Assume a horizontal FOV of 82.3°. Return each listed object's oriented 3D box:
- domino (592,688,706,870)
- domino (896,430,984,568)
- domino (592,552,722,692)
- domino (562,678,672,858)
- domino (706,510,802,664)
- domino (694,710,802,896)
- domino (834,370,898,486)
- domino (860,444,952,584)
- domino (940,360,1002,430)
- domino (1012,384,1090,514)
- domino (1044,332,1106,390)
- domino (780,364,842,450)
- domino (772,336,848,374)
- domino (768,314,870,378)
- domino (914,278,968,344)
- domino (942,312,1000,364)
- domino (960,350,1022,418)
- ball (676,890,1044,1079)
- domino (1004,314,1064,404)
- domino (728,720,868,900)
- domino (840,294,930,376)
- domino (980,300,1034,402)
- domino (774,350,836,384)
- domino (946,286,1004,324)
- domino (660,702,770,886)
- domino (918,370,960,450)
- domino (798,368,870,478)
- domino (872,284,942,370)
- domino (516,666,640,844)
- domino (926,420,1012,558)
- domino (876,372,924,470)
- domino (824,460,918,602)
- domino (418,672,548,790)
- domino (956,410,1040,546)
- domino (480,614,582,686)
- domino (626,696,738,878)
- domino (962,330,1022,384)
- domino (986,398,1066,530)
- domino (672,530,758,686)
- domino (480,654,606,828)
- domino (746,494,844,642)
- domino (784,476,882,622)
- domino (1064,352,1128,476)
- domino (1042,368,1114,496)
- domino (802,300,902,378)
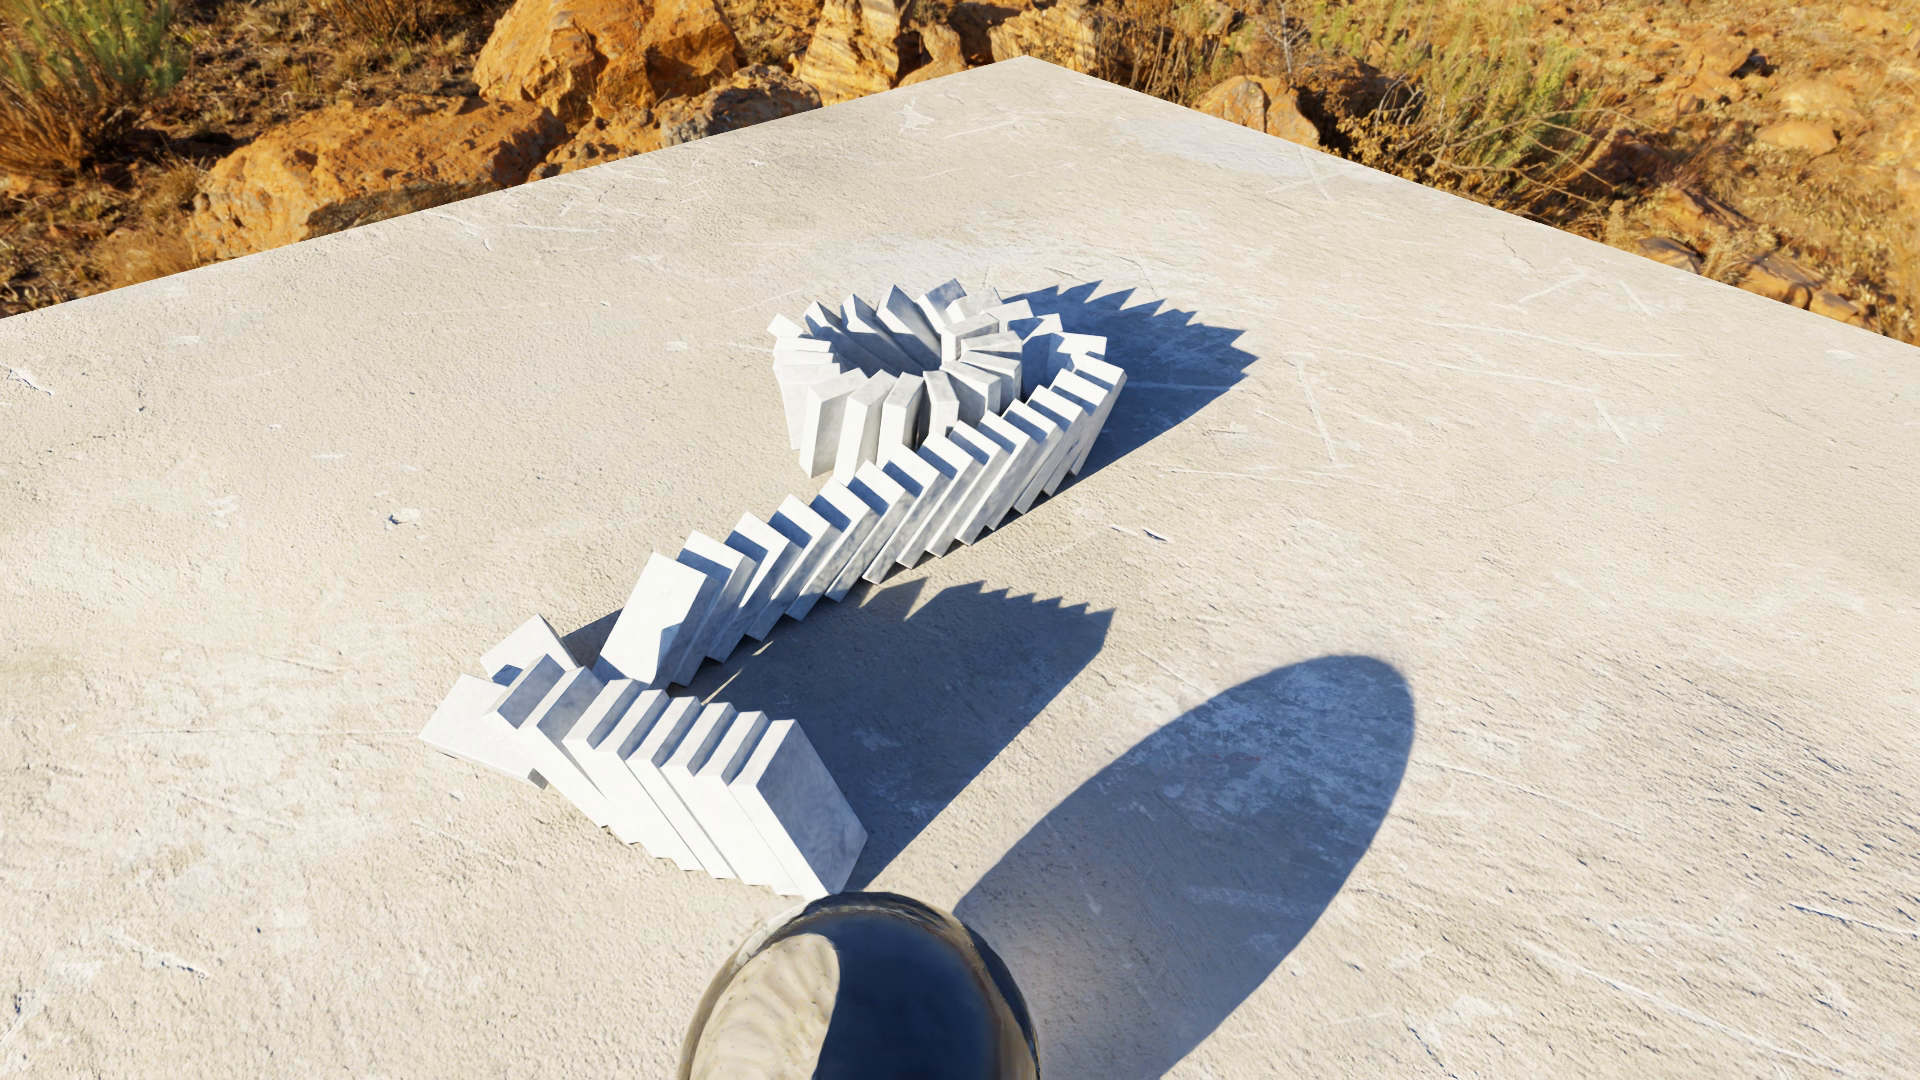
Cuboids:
[{"bbox_3d":[-0.085,0.071,0.325,0.010,0.050,0.025,-8,34,29],"label":"domino"},{"bbox_3d":[-0.015,-0.016,0.438,0.025,0.009,0.050,39,95,36],"label":"domino"},{"bbox_3d":[-0.106,0.032,0.382,0.025,0.010,0.050,21,79,25],"label":"domino"},{"bbox_3d":[-0.094,0.068,0.328,0.009,0.050,0.025,-8,33,29],"label":"domino"},{"bbox_3d":[-0.082,0.017,0.401,0.025,0.009,0.050,32,85,33],"label":"domino"},{"bbox_3d":[-0.055,0.076,0.318,0.010,0.050,0.025,-8,33,29],"label":"domino"},{"bbox_3d":[-0.040,-0.045,0.466,0.009,0.050,0.025,30,47,12],"label":"domino"},{"bbox_3d":[-0.028,-0.010,0.431,0.025,0.009,0.050,39,95,37],"label":"domino"},{"bbox_3d":[0.004,-0.050,0.472,0.025,0.050,0.009,26,43,28],"label":"domino"},{"bbox_3d":[0.030,-0.038,0.467,0.025,0.009,0.050,34,89,34],"label":"domino"},{"bbox_3d":[0.051,-0.068,0.502,0.025,0.010,0.050,8,83,8],"label":"domino"},{"bbox_3d":[-0.063,-0.058,0.482,0.025,0.050,0.010,-3,62,-4],"label":"domino"},{"bbox_3d":[-0.065,-0.076,0.506,0.025,0.050,0.010,9,73,14],"label":"domino"},{"bbox_3d":[-0.065,-0.088,0.522,0.025,0.050,0.009,38,95,44],"label":"domino"},{"bbox_3d":[0.002,-0.103,0.544,0.025,0.010,0.050,-38,94,-39],"label":"domino"},{"bbox_3d":[0.005,-0.077,0.505,0.025,0.050,0.010,-24,45,-26],"label":"domino"},{"bbox_3d":[0.013,-0.056,0.480,0.025,0.050,0.009,14,41,17],"label":"domino"},{"bbox_3d":[-0.022,0.119,0.242,0.080,0.080,0.080,0,39,0],"label":"ball"},{"bbox_3d":[0.039,-0.080,0.516,0.025,0.009,0.050,-11,82,-13],"label":"domino"},{"bbox_3d":[-0.045,0.078,0.316,0.010,0.050,0.025,-8,33,29],"label":"domino"},{"bbox_3d":[-0.036,-0.097,0.536,0.050,0.010,0.025,34,26,-32],"label":"domino"},{"bbox_3d":[0.029,-0.088,0.528,0.025,0.009,0.050,-19,83,-21],"label":"domino"},{"bbox_3d":[-0.066,-0.067,0.494,0.025,0.050,0.009,5,67,6],"label":"domino"},{"bbox_3d":[0.017,-0.097,0.537,0.025,0.009,0.050,-26,87,-30],"label":"domino"},{"bbox_3d":[-0.065,0.074,0.321,0.009,0.050,0.025,-8,33,29],"label":"domino"},{"bbox_3d":[-0.010,-0.043,0.464,0.009,0.050,0.025,-4,39,-14],"label":"domino"},{"bbox_3d":[-0.054,-0.050,0.472,0.025,0.050,0.009,-26,65,-28],"label":"domino"},{"bbox_3d":[-0.019,-0.100,0.541,0.050,0.010,0.025,40,34,-22],"label":"domino"},{"bbox_3d":[-0.107,0.065,0.334,0.010,0.050,0.025,-17,28,34],"label":"domino"},{"bbox_3d":[-0.004,-0.021,0.444,0.025,0.009,0.050,37,94,37],"label":"domino"},{"bbox_3d":[-0.026,-0.042,0.462,0.009,0.050,0.025,17,41,7],"label":"domino"},{"bbox_3d":[-0.041,-0.004,0.424,0.025,0.010,0.050,39,93,37],"label":"domino"},{"bbox_3d":[-0.149,0.061,0.357,0.050,0.010,0.025,11,58,26],"label":"domino"},{"bbox_3d":[0.008,-0.025,0.450,0.025,0.010,0.050,37,94,37],"label":"domino"},{"bbox_3d":[-0.143,0.049,0.377,0.025,0.009,0.050,-41,51,-13],"label":"domino"},{"bbox_3d":[-0.075,0.073,0.323,0.010,0.050,0.025,-8,33,29],"label":"domino"},{"bbox_3d":[0.014,-0.068,0.494,0.025,0.050,0.009,-13,41,-15],"label":"domino"},{"bbox_3d":[0.019,-0.032,0.459,0.025,0.010,0.050,37,91,37],"label":"domino"},{"bbox_3d":[-0.096,0.024,0.392,0.025,0.010,0.050,24,81,27],"label":"domino"},{"bbox_3d":[-0.119,0.062,0.340,0.010,0.050,0.025,-24,25,36],"label":"domino"},{"bbox_3d":[-0.068,0.010,0.409,0.025,0.010,0.050,36,88,35],"label":"domino"},{"bbox_3d":[-0.054,0.003,0.417,0.025,0.009,0.050,39,91,37],"label":"domino"},{"bbox_3d":[0.051,-0.056,0.487,0.025,0.009,0.050,26,86,24],"label":"domino"},{"bbox_3d":[0.042,-0.047,0.476,0.025,0.009,0.050,33,89,30],"label":"domino"},{"bbox_3d":[-0.051,-0.094,0.531,0.009,0.050,0.025,-47,38,15],"label":"domino"}]
